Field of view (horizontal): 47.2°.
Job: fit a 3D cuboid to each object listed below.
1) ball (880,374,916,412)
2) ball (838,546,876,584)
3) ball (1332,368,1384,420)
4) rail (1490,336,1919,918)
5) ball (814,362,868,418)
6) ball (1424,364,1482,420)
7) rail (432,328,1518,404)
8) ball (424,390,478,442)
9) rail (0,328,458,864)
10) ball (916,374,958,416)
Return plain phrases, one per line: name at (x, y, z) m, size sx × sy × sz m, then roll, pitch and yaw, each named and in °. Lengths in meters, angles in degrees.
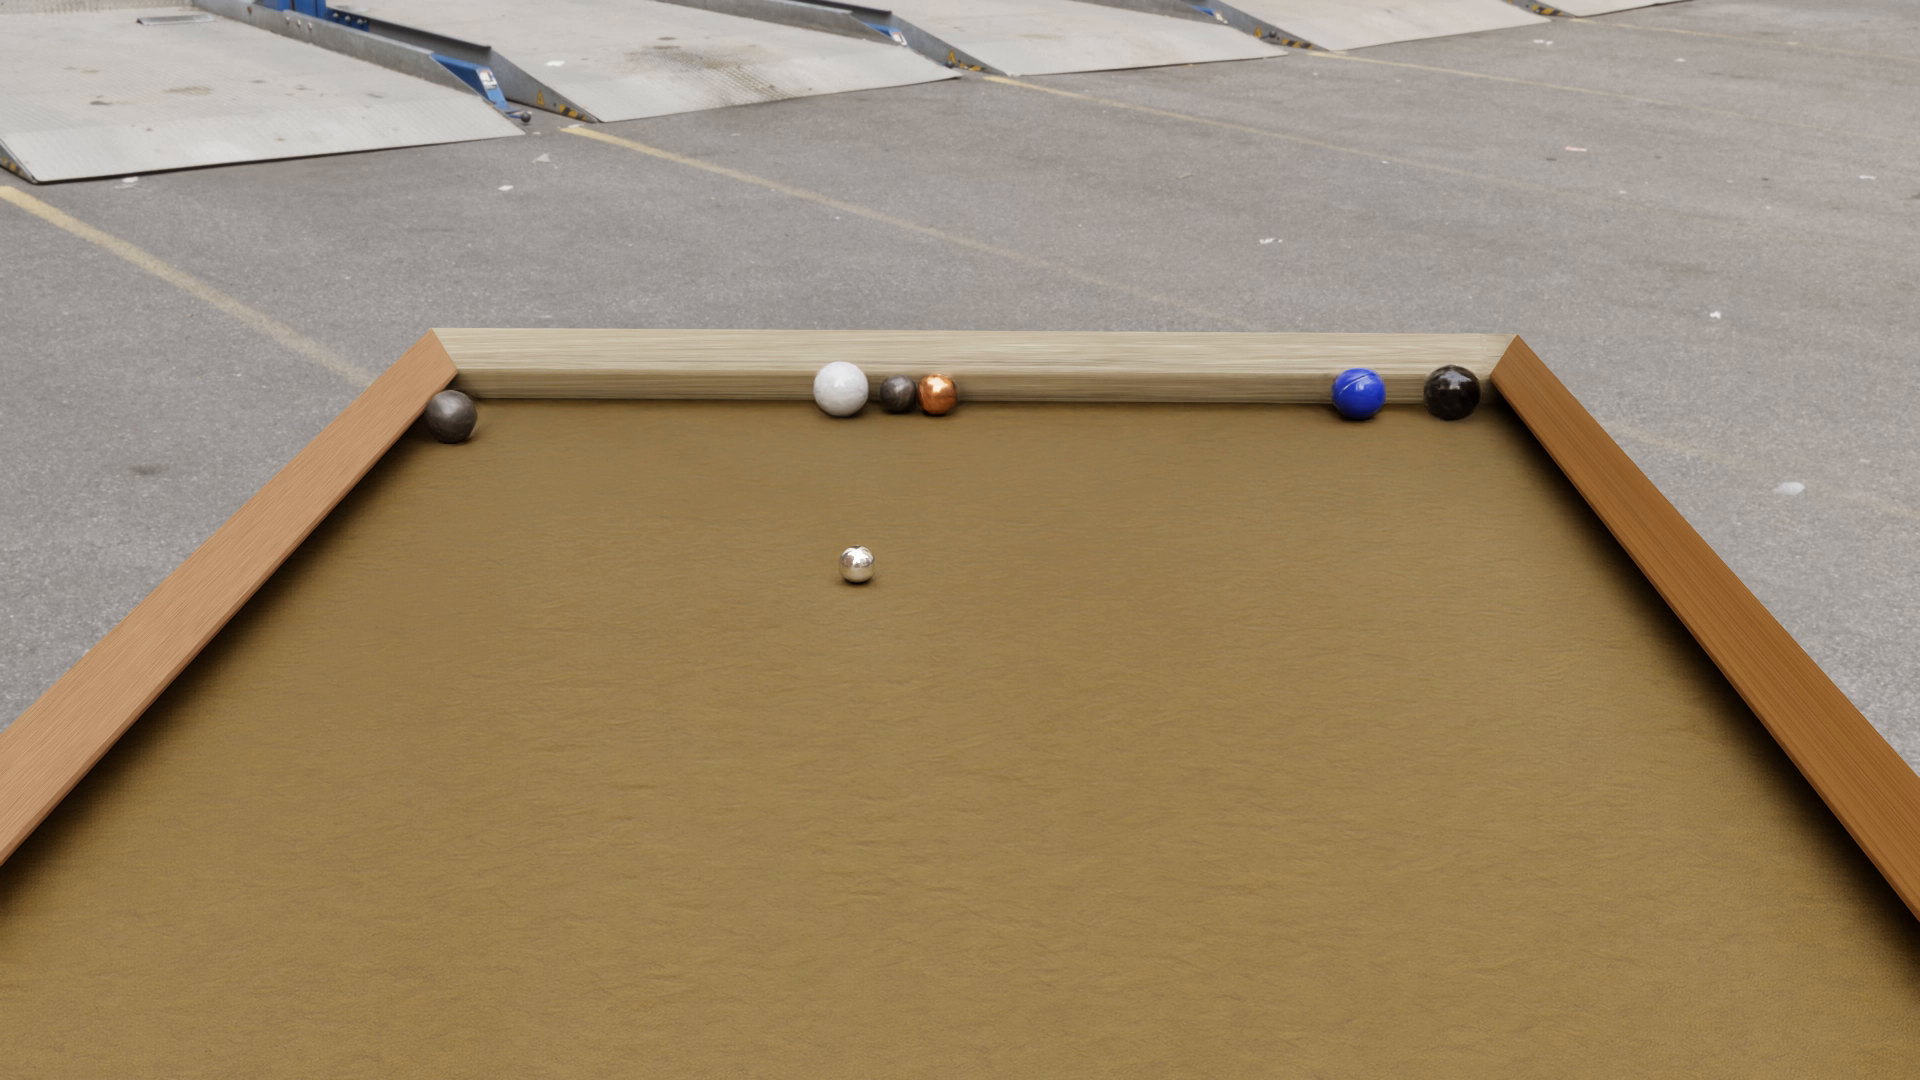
ball at (-0.087, -0.206, 3.100) m, size 0.054 × 0.054 × 0.054 m, roll 0°, pitch 19°, yaw 0°
ball at (-0.114, 0.027, 2.445) m, size 0.042 × 0.042 × 0.042 m, roll 0°, pitch 19°, yaw 0°
ball at (0.555, -0.205, 3.067) m, size 0.072 × 0.072 × 0.072 m, roll 0°, pitch 19°, yaw 0°
rail at (0.735, 0.220, 1.794) m, size 0.045 × 0.102 × 2.833 m, roll 0°, pitch 19°, yaw 1°
ball at (-0.167, -0.211, 3.077) m, size 0.078 × 0.078 × 0.078 m, roll 0°, pitch 19°, yaw 0°
ball at (0.685, -0.205, 3.059) m, size 0.078 × 0.078 × 0.078 m, roll 0°, pitch 19°, yaw 0°
rail at (0.016, -0.242, 3.127) m, size 1.550 × 0.102 × 0.045 m, roll 0°, pitch 19°, yaw 1°
ball at (-0.686, -0.167, 2.962) m, size 0.069 × 0.069 × 0.069 m, roll 0°, pitch 19°, yaw 0°
rail at (-0.768, 0.208, 1.827) m, size 0.045 × 0.102 × 2.833 m, roll 0°, pitch 19°, yaw 1°
ball at (-0.032, -0.204, 3.088) m, size 0.058 × 0.058 × 0.058 m, roll 0°, pitch 19°, yaw 0°
